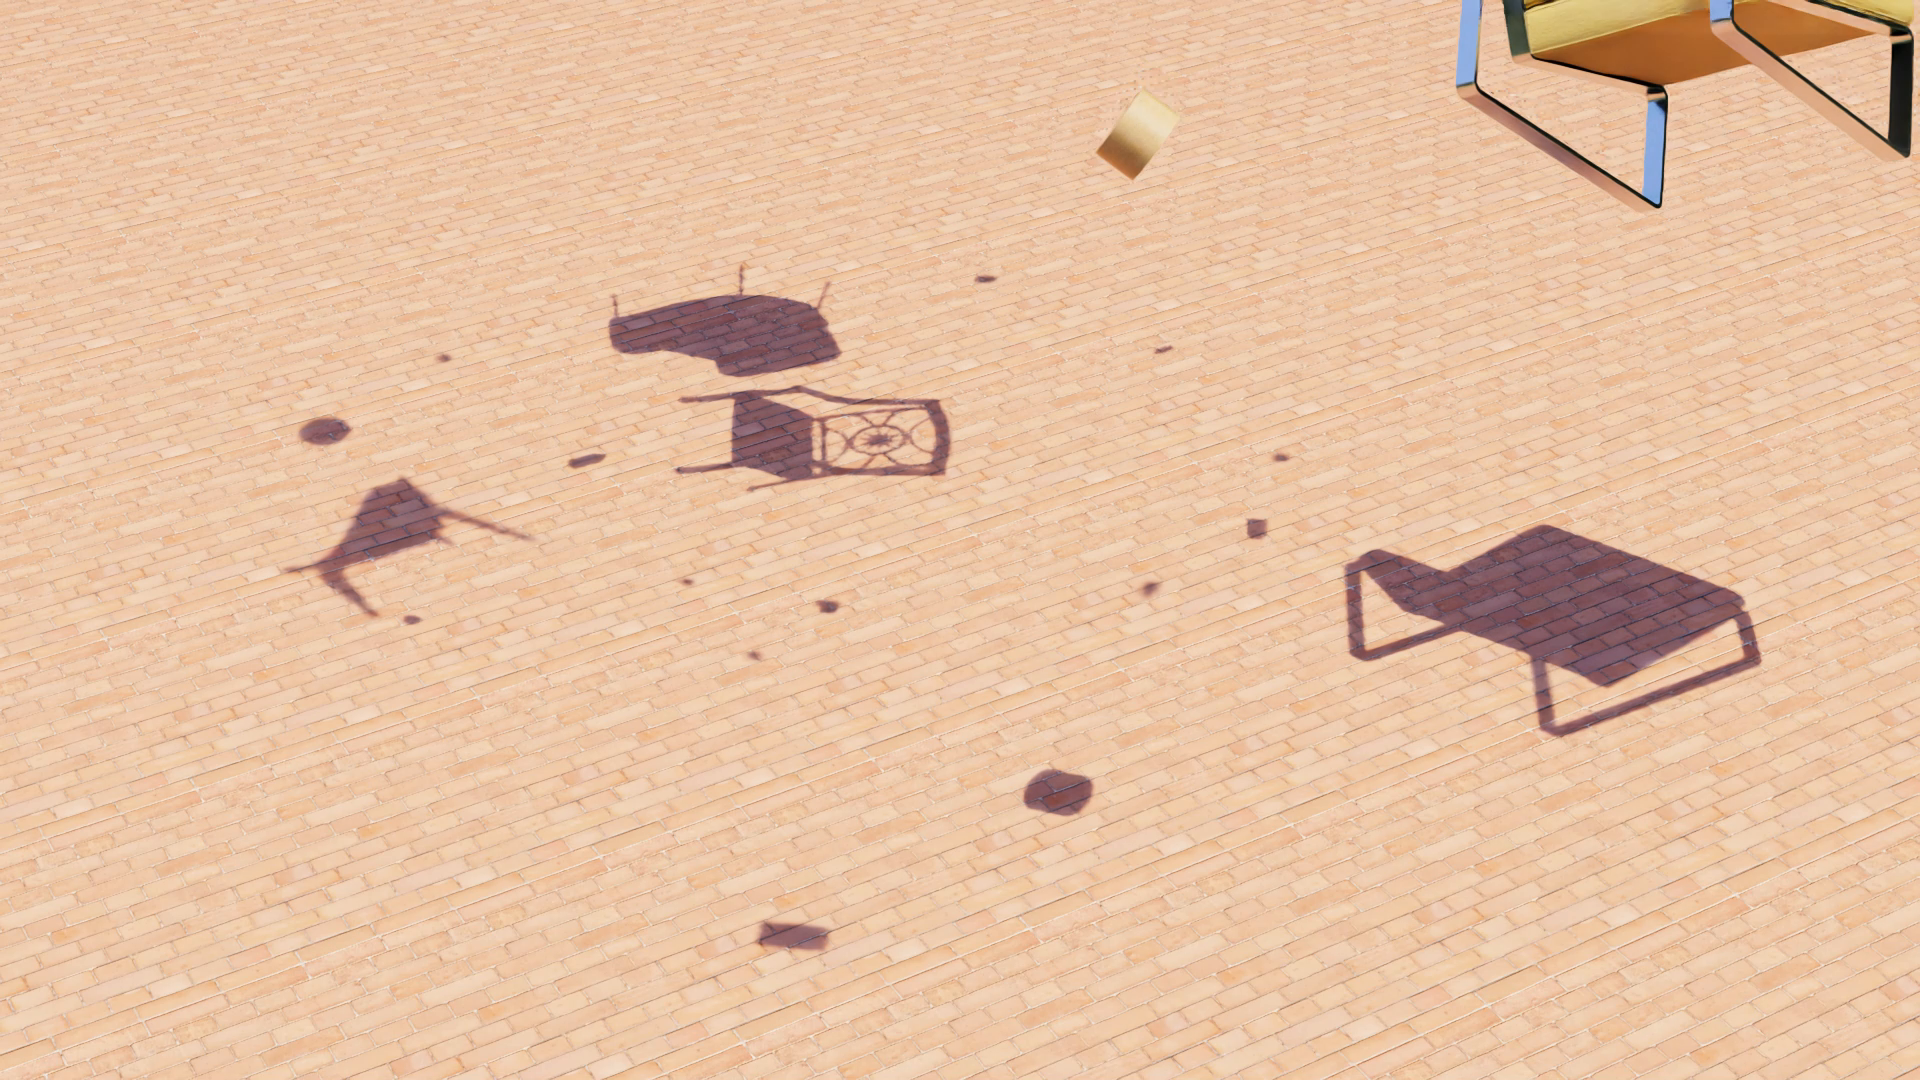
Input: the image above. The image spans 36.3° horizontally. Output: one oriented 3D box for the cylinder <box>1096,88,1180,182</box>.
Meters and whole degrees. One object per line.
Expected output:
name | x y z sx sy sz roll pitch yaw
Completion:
cylinder | 0.501 -1.143 8.268 0.133 0.221 0.230 36 60 -4
